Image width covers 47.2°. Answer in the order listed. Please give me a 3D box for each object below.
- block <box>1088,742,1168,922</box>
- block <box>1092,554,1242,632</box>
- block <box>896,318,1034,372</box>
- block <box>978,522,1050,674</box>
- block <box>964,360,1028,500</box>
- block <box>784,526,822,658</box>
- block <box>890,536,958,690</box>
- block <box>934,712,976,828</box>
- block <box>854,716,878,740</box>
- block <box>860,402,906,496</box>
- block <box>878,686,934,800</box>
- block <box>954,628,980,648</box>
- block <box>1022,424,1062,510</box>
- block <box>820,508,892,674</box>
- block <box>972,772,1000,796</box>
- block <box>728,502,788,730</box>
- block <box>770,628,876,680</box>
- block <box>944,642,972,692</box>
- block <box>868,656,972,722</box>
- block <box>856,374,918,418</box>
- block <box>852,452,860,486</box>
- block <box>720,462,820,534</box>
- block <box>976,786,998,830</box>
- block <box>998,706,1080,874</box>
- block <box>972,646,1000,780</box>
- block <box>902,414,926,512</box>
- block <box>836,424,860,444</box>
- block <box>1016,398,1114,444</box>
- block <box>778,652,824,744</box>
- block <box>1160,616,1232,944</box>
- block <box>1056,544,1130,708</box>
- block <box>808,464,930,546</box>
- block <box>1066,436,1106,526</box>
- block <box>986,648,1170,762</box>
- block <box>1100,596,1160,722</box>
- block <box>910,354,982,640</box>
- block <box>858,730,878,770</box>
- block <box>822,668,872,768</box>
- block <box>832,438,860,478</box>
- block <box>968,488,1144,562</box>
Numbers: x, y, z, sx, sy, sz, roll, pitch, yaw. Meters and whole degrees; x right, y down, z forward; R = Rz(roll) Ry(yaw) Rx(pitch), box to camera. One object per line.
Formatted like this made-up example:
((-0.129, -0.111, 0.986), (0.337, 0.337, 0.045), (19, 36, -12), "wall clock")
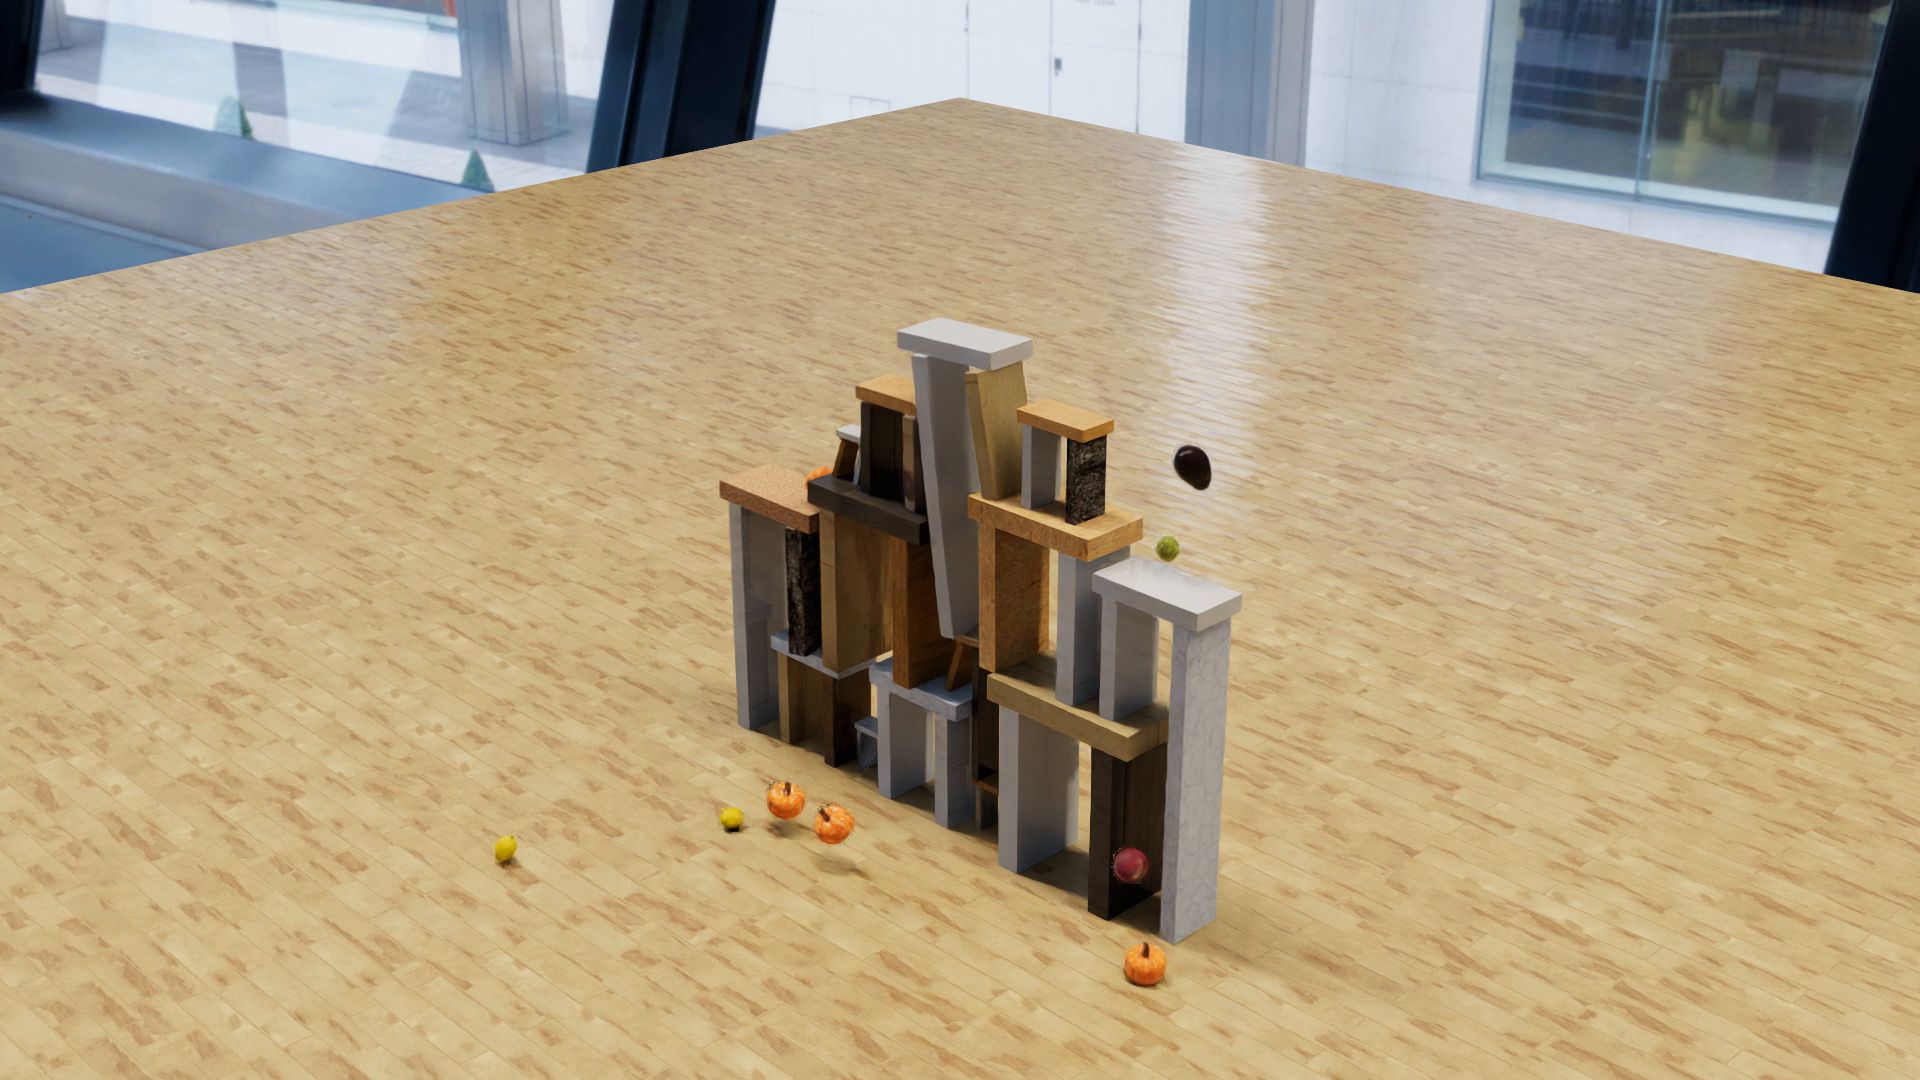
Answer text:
((0.318, 0.518, 4.094), (0.049, 0.349, 0.175), (21, 31, 41), "block")
((0.362, 0.092, 3.861), (0.121, 0.034, 0.241), (-21, 31, -40), "block")
((0.009, -0.365, 4.086), (0.237, 0.034, 0.118), (18, 29, 40), "block")
((0.103, 0.088, 4.152), (0.149, 0.298, 0.042), (-21, 30, -41), "block")
((0.078, -0.205, 4.046), (0.118, 0.237, 0.034), (-21, 19, -41), "block")
((-0.304, 0.086, 4.571), (0.040, 0.283, 0.141), (12, 26, 27), "block")
((-0.060, 0.121, 4.342), (0.159, 0.318, 0.045), (-21, 30, -40), "block")
((0.006, 0.442, 4.402), (0.035, 0.248, 0.124), (21, 31, 41), "block")
((-0.172, 0.394, 4.583), (0.091, 0.013, 0.045), (21, 31, 41), "block")
((-0.151, -0.190, 4.310), (0.027, 0.189, 0.094), (23, 32, 39), "block")
((-0.111, 0.396, 4.510), (0.035, 0.248, 0.124), (21, 31, 41), "block")
((0.047, 0.190, 4.256), (0.059, 0.017, 0.119), (-21, 26, -41), "block")
((0.149, -0.144, 4.001), (0.023, 0.162, 0.081), (21, 31, 40), "block")
((-0.210, 0.081, 4.488), (0.045, 0.357, 0.159), (22, 31, 40), "block")
((0.077, 0.483, 4.349), (0.100, 0.014, 0.050), (21, 31, 41), "block")
((-0.421, 0.147, 4.739), (0.141, 0.527, 0.040), (-21, 31, -41), "block")
((-0.287, 0.230, 4.631), (0.214, 0.030, 0.107), (21, 31, 40), "block")
((0.009, 0.240, 4.319), (0.059, 0.119, 0.017), (-21, 50, -41), "block")
((-0.052, 0.288, 4.401), (0.248, 0.035, 0.124), (21, 31, 41), "block")
((-0.101, -0.276, 4.237), (0.189, 0.027, 0.094), (20, 30, 38), "block")
((-0.183, -0.155, 4.353), (0.046, 0.092, 0.013), (-22, 48, -41), "block")
((-0.354, -0.088, 4.567), (0.283, 0.040, 0.141), (21, 31, 41), "block")
((0.053, 0.526, 4.392), (0.014, 0.100, 0.050), (21, 31, 41), "block")
((0.154, 0.453, 4.245), (0.049, 0.349, 0.175), (21, 31, 41), "block")
((0.051, 0.334, 4.313), (0.017, 0.288, 0.059), (21, 31, 41), "block")
((-0.065, -0.156, 4.232), (0.027, 0.189, 0.094), (20, 30, 41), "block")
((-0.198, -0.207, 4.344), (0.092, 0.013, 0.046), (20, 30, 40), "block")
((0.187, -0.214, 3.929), (0.162, 0.023, 0.081), (21, 31, 40), "block")
((-0.338, 0.323, 4.725), (0.030, 0.214, 0.107), (22, 31, 41), "block")
((0.421, 0.424, 3.942), (0.034, 0.640, 0.121), (21, 31, 40), "block")
((0.243, 0.143, 4.022), (0.042, 0.298, 0.149), (21, 31, 40), "block")
((-0.136, -0.075, 4.339), (0.318, 0.045, 0.159), (21, 31, 40), "block")
((0.225, -0.114, 3.931), (0.023, 0.162, 0.081), (21, 31, 40), "block")
((0.236, 0.302, 4.092), (0.349, 0.049, 0.175), (21, 31, 41), "block")
((0.307, 0.196, 3.968), (0.034, 0.241, 0.121), (21, 31, 41), "block")
((-0.012, -0.092, 4.201), (0.034, 0.556, 0.118), (10, 23, 42), "block")
((-0.194, 0.433, 4.623), (0.013, 0.091, 0.045), (21, 31, 41), "block")
((-0.237, 0.362, 4.632), (0.030, 0.214, 0.107), (21, 31, 41), "block")
((-0.225, -0.170, 4.390), (0.046, 0.092, 0.013), (-22, 51, -41), "block")
((0.172, -0.041, 4.021), (0.298, 0.042, 0.149), (21, 31, 40), "block")
